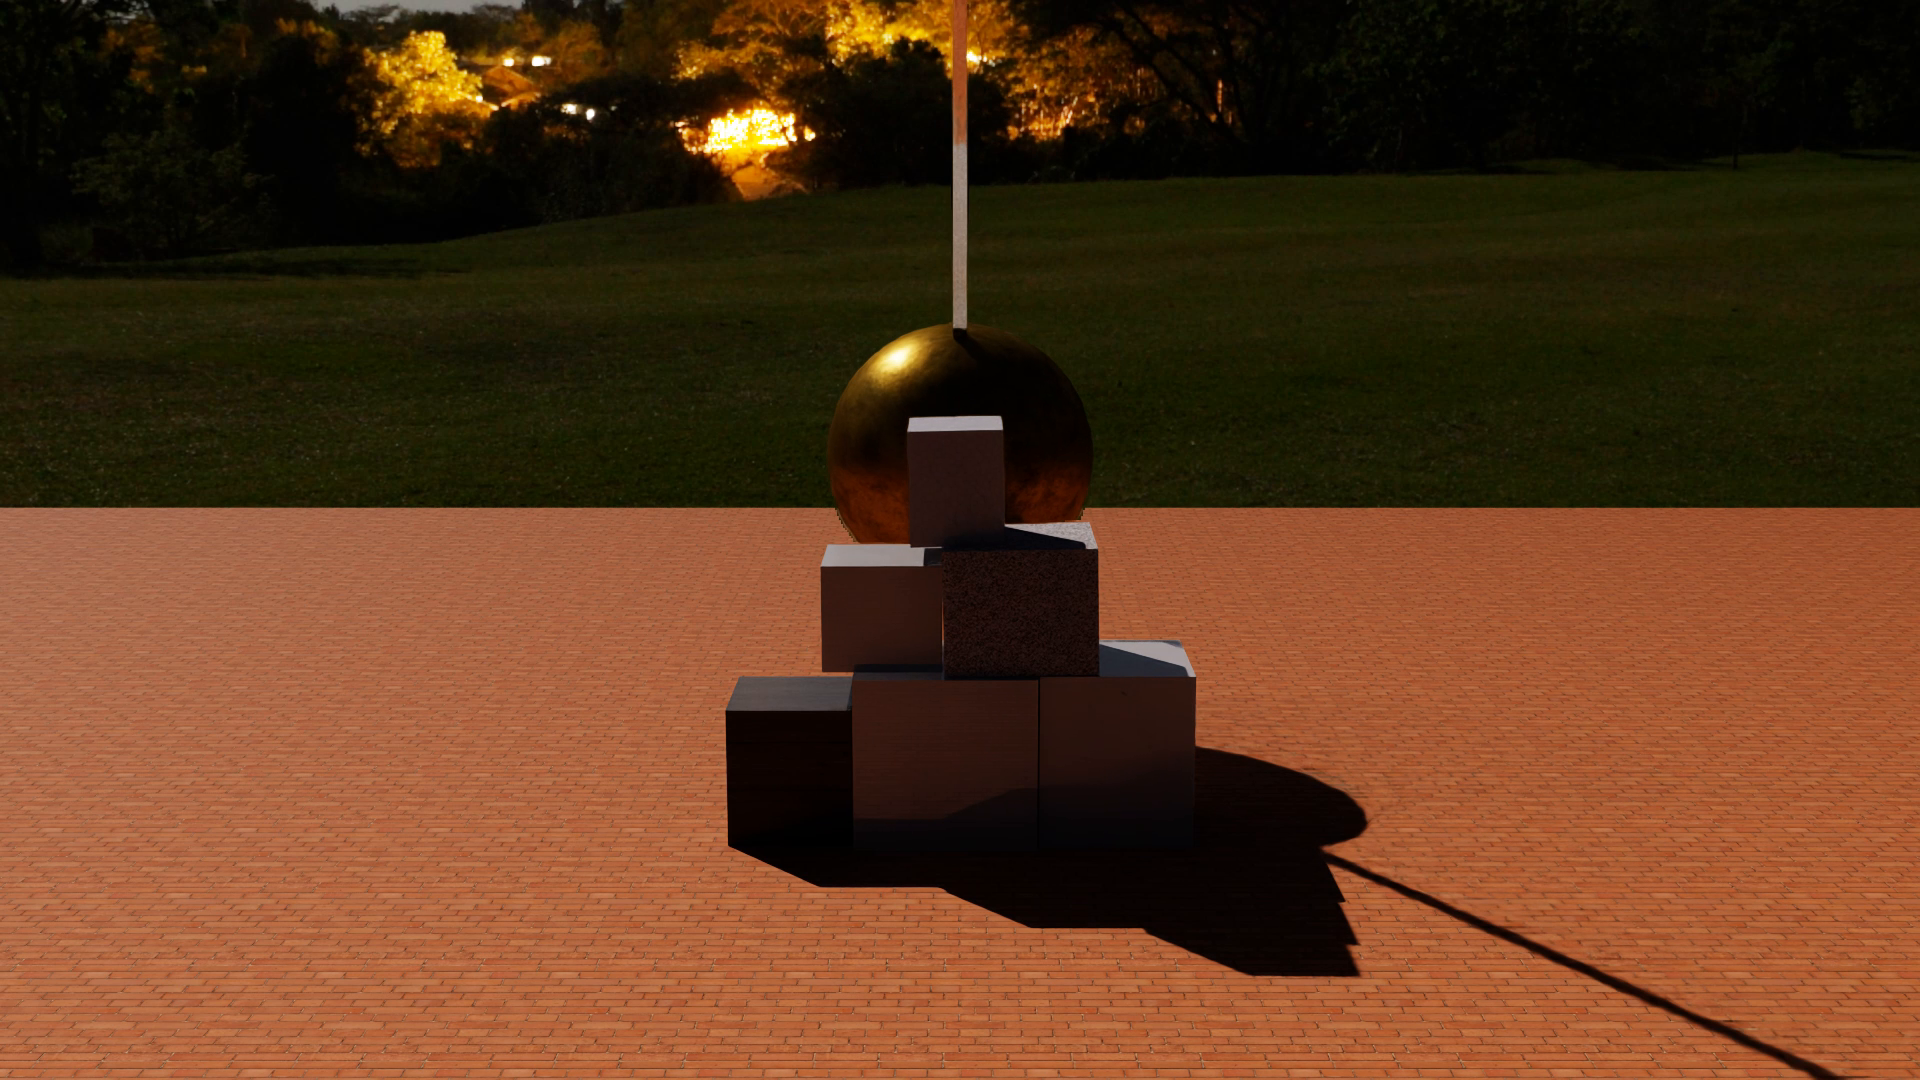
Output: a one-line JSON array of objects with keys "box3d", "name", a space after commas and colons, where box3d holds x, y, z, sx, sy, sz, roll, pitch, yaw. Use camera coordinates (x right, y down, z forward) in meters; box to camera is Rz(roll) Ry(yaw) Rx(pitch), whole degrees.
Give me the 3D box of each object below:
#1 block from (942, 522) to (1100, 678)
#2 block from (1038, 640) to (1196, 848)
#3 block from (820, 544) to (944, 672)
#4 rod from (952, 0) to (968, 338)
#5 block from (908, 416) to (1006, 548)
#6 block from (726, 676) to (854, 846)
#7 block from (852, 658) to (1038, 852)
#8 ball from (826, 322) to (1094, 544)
[{"box3d": [0.301, 0.295, 11.216, 0.769, 0.635, 0.760, -1, 10, 0], "name": "block"}, {"box3d": [0.783, 1.040, 11.363, 0.774, 0.888, 0.820, 0, 10, 0], "name": "block"}, {"box3d": [-0.390, 0.343, 11.258, 0.604, 0.541, 0.598, 0, 10, 0], "name": "block"}, {"box3d": [0.000, -3.429, 11.470, 0.080, 5.200, 0.080, 0, 31, 0], "name": "rod"}, {"box3d": [-0.017, -0.302, 11.142, 0.473, 0.581, 0.559, -1, 10, 0], "name": "block"}, {"box3d": [-0.856, 1.133, 11.373, 0.627, 0.703, 0.711, 0, 10, 0], "name": "block"}, {"box3d": [-0.073, 1.046, 11.361, 0.919, 0.878, 0.895, 0, 10, 0], "name": "block"}, {"box3d": [0.000, -0.501, 13.198, 1.600, 1.600, 1.600, 0, 10, 0], "name": "ball"}]
